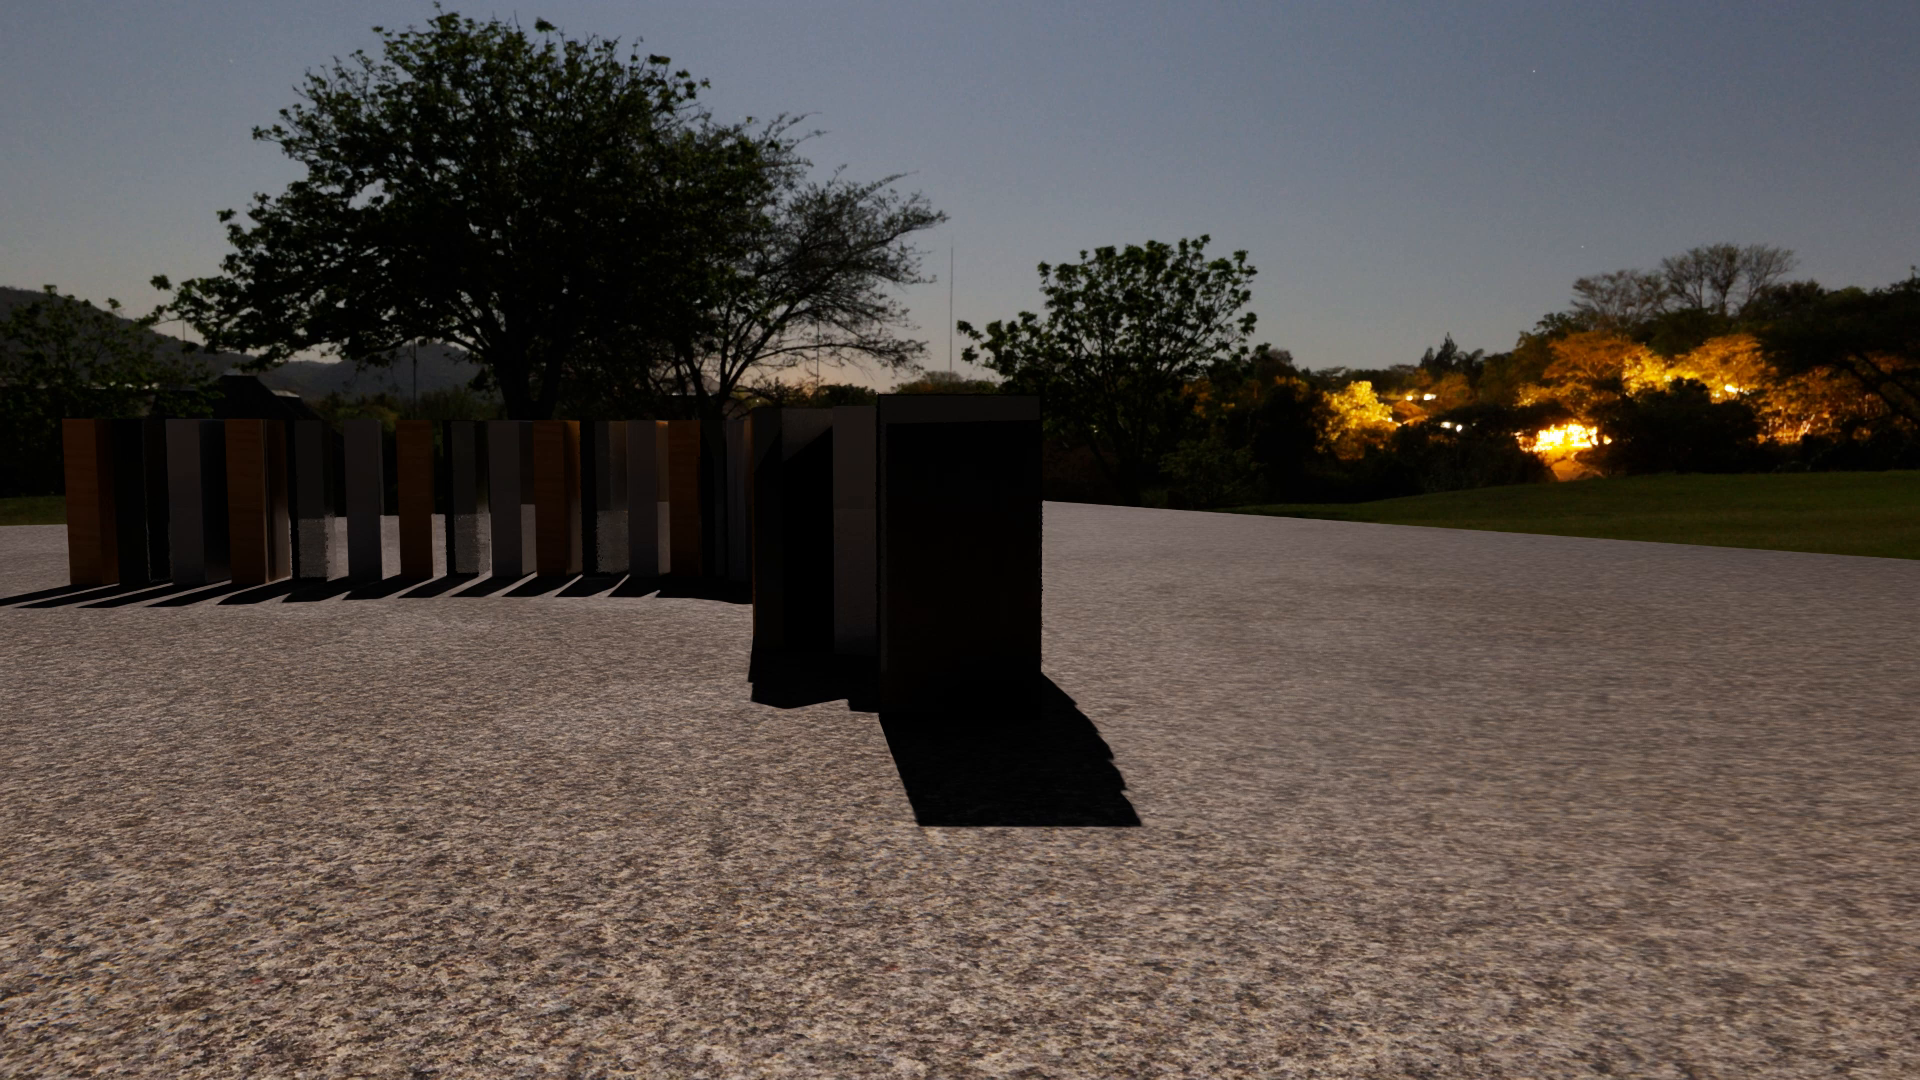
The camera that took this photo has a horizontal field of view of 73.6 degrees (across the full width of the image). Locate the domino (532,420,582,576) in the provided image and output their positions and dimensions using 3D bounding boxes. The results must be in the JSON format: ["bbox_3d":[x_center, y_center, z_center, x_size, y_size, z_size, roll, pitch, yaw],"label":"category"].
[{"bbox_3d":[-0.131,-0.014,0.423,0.010,0.050,0.025,0,4,1],"label":"domino"}]

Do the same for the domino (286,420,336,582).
[{"bbox_3d":[-0.204,-0.013,0.405,0.010,0.050,0.025,-2,5,-20],"label":"domino"}]

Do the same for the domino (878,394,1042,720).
[{"bbox_3d":[0.000,0.002,0.201,0.025,0.050,0.010,0,4,0],"label":"domino"}]

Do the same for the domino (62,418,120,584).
[{"bbox_3d":[-0.264,-0.012,0.398,0.010,0.050,0.025,0,4,-2],"label":"domino"}]

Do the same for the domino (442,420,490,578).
[{"bbox_3d":[-0.161,-0.014,0.420,0.010,0.050,0.025,-1,4,-12],"label":"domino"}]

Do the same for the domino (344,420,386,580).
[{"bbox_3d":[-0.190,-0.013,0.410,0.010,0.050,0.025,-2,5,-21],"label":"domino"}]

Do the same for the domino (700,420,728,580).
[{"bbox_3d":[-0.071,-0.014,0.415,0.010,0.050,0.025,3,5,32],"label":"domino"}]

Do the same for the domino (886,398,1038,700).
[{"bbox_3d":[0.000,0.001,0.216,0.025,0.050,0.009,0,4,2],"label":"domino"}]

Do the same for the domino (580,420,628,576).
[{"bbox_3d":[-0.116,-0.014,0.422,0.010,0.050,0.025,0,4,2],"label":"domino"}]

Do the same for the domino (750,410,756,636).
[{"bbox_3d":[-0.034,-0.004,0.288,0.025,0.050,0.010,0,4,-4],"label":"domino"}]

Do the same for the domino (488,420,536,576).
[{"bbox_3d":[-0.146,-0.014,0.422,0.009,0.050,0.025,0,4,-5],"label":"domino"}]

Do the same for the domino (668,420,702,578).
[{"bbox_3d":[-0.086,-0.014,0.420,0.010,0.050,0.025,1,4,11],"label":"domino"}]

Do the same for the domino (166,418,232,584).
[{"bbox_3d":[-0.234,-0.012,0.399,0.010,0.050,0.025,0,4,-4],"label":"domino"}]

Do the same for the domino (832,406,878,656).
[{"bbox_3d":[-0.017,-0.003,0.268,0.010,0.050,0.025,2,5,21],"label":"domino"}]

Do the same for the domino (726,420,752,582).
[{"bbox_3d":[-0.060,-0.013,0.405,0.025,0.050,0.010,-4,6,-43],"label":"domino"}]

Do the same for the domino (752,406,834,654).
[{"bbox_3d":[-0.030,-0.003,0.271,0.010,0.050,0.025,4,6,44],"label":"domino"}]

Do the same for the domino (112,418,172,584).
[{"bbox_3d":[-0.249,-0.012,0.398,0.010,0.050,0.025,0,4,0],"label":"domino"}]

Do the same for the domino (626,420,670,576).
[{"bbox_3d":[-0.101,-0.014,0.422,0.010,0.050,0.025,0,4,3],"label":"domino"}]

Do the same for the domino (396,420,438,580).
[{"bbox_3d":[-0.176,-0.014,0.416,0.010,0.050,0.025,-2,5,-20],"label":"domino"}]

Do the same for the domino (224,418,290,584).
[{"bbox_3d":[-0.219,-0.012,0.401,0.010,0.050,0.025,-1,4,-12],"label":"domino"}]
